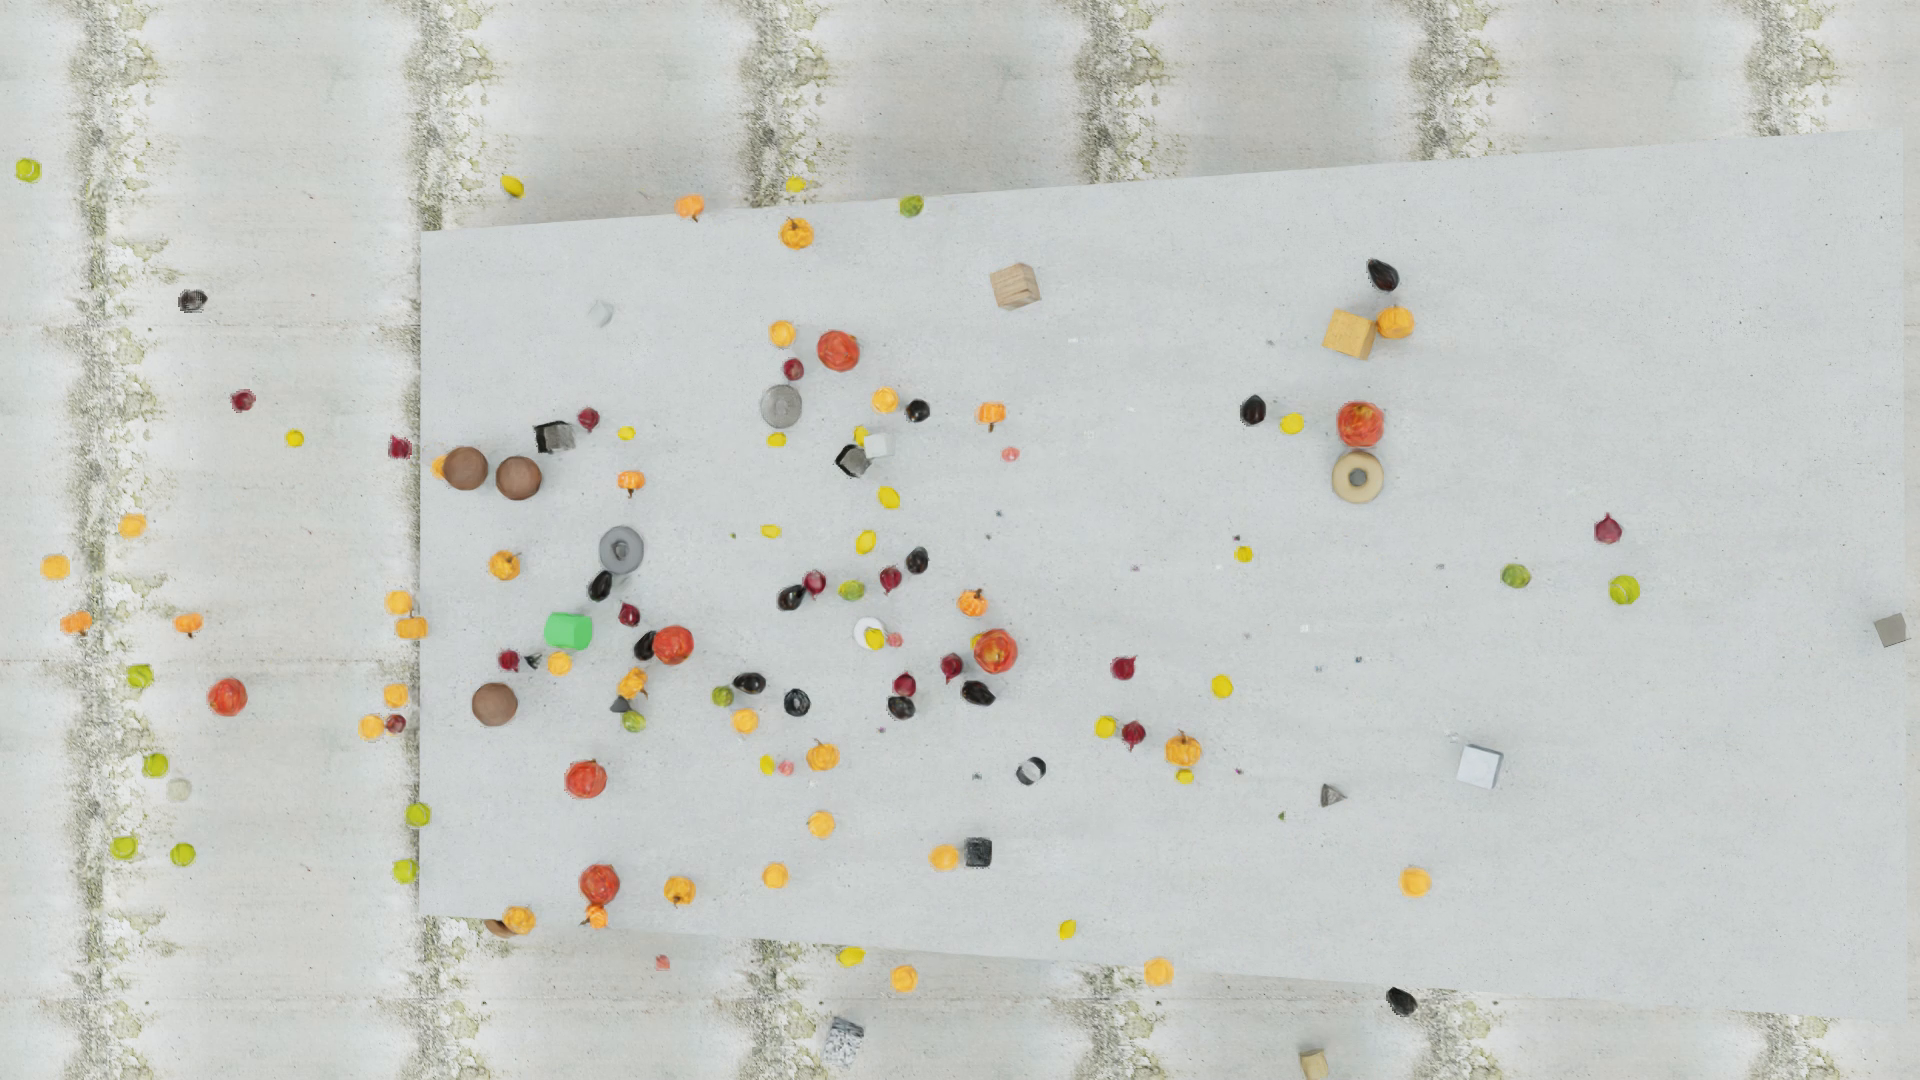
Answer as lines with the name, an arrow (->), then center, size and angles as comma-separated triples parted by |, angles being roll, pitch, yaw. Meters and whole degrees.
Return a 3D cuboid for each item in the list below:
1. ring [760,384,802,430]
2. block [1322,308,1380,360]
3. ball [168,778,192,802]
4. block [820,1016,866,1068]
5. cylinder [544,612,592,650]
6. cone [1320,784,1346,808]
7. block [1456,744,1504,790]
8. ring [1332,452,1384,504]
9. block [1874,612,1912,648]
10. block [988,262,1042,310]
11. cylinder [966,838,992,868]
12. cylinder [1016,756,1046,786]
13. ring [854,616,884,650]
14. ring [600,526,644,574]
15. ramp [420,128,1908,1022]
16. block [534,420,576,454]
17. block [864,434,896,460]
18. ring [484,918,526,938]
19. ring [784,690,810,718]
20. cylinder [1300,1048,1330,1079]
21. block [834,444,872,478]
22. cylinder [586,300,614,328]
ring -> -0.486, -0.362, 5.974 | 0.123, 0.041, 0.123 | 0, 89, 21
block -> 0.951, -0.498, 5.348 | 0.095, 0.095, 0.095 | 22, 97, 21
ball -> -2.307, 0.739, 6.497 | 0.067, 0.067, 0.067 | 0, 89, 0
block -> -0.343, 1.476, 6.466 | 0.097, 0.097, 0.097 | 20, 98, 0
cylinder -> -1.102, 0.257, 6.191 | 0.098, 0.098, 0.098 | 6, 89, 23
cone -> 0.920, 0.629, 5.384 | 0.059, 0.059, 0.059 | 6, 89, -4
block -> 1.236, 0.537, 5.223 | 0.083, 0.083, 0.083 | 15, 95, 22
ring -> 0.970, -0.152, 5.364 | 0.130, 0.043, 0.130 | 0, 90, 24
block -> 2.074, 0.200, 4.890 | 0.061, 0.061, 0.061 | -23, 81, 21
block -> 0.143, -0.655, 5.688 | 0.090, 0.090, 0.090 | -18, 82, 21
cylinder -> 0.049, 0.814, 5.718 | 0.065, 0.065, 0.065 | 2, 89, 0
cylinder -> 0.184, 0.595, 5.654 | 0.057, 0.057, 0.057 | 15, 118, 30
ring -> -0.242, 0.248, 5.871 | 0.089, 0.030, 0.089 | 0, 89, 23
ring -> -0.948, 0.028, 6.158 | 0.139, 0.046, 0.139 | -1, 87, 24
ramp -> 0.283, 0.086, 5.724 | 4.000, 0.100, 2.000 | 0, 89, 23
block -> -1.147, -0.290, 6.229 | 0.076, 0.076, 0.076 | -12, 85, 22
block -> -0.213, -0.249, 5.849 | 0.059, 0.059, 0.059 | -9, 86, 22
ring -> -1.344, 1.112, 6.505 | 0.131, 0.044, 0.131 | 0, 88, 0
ring -> -0.442, 0.442, 5.954 | 0.077, 0.026, 0.077 | 1, 92, 26
cylinder -> 1.045, 1.547, 6.485 | 0.072, 0.072, 0.072 | -15, 89, 0
block -> -0.284, -0.212, 5.875 | 0.064, 0.064, 0.064 | 42, 104, 18
cylinder -> -1.012, -0.636, 6.187 | 0.057, 0.057, 0.057 | 41, 105, 0
